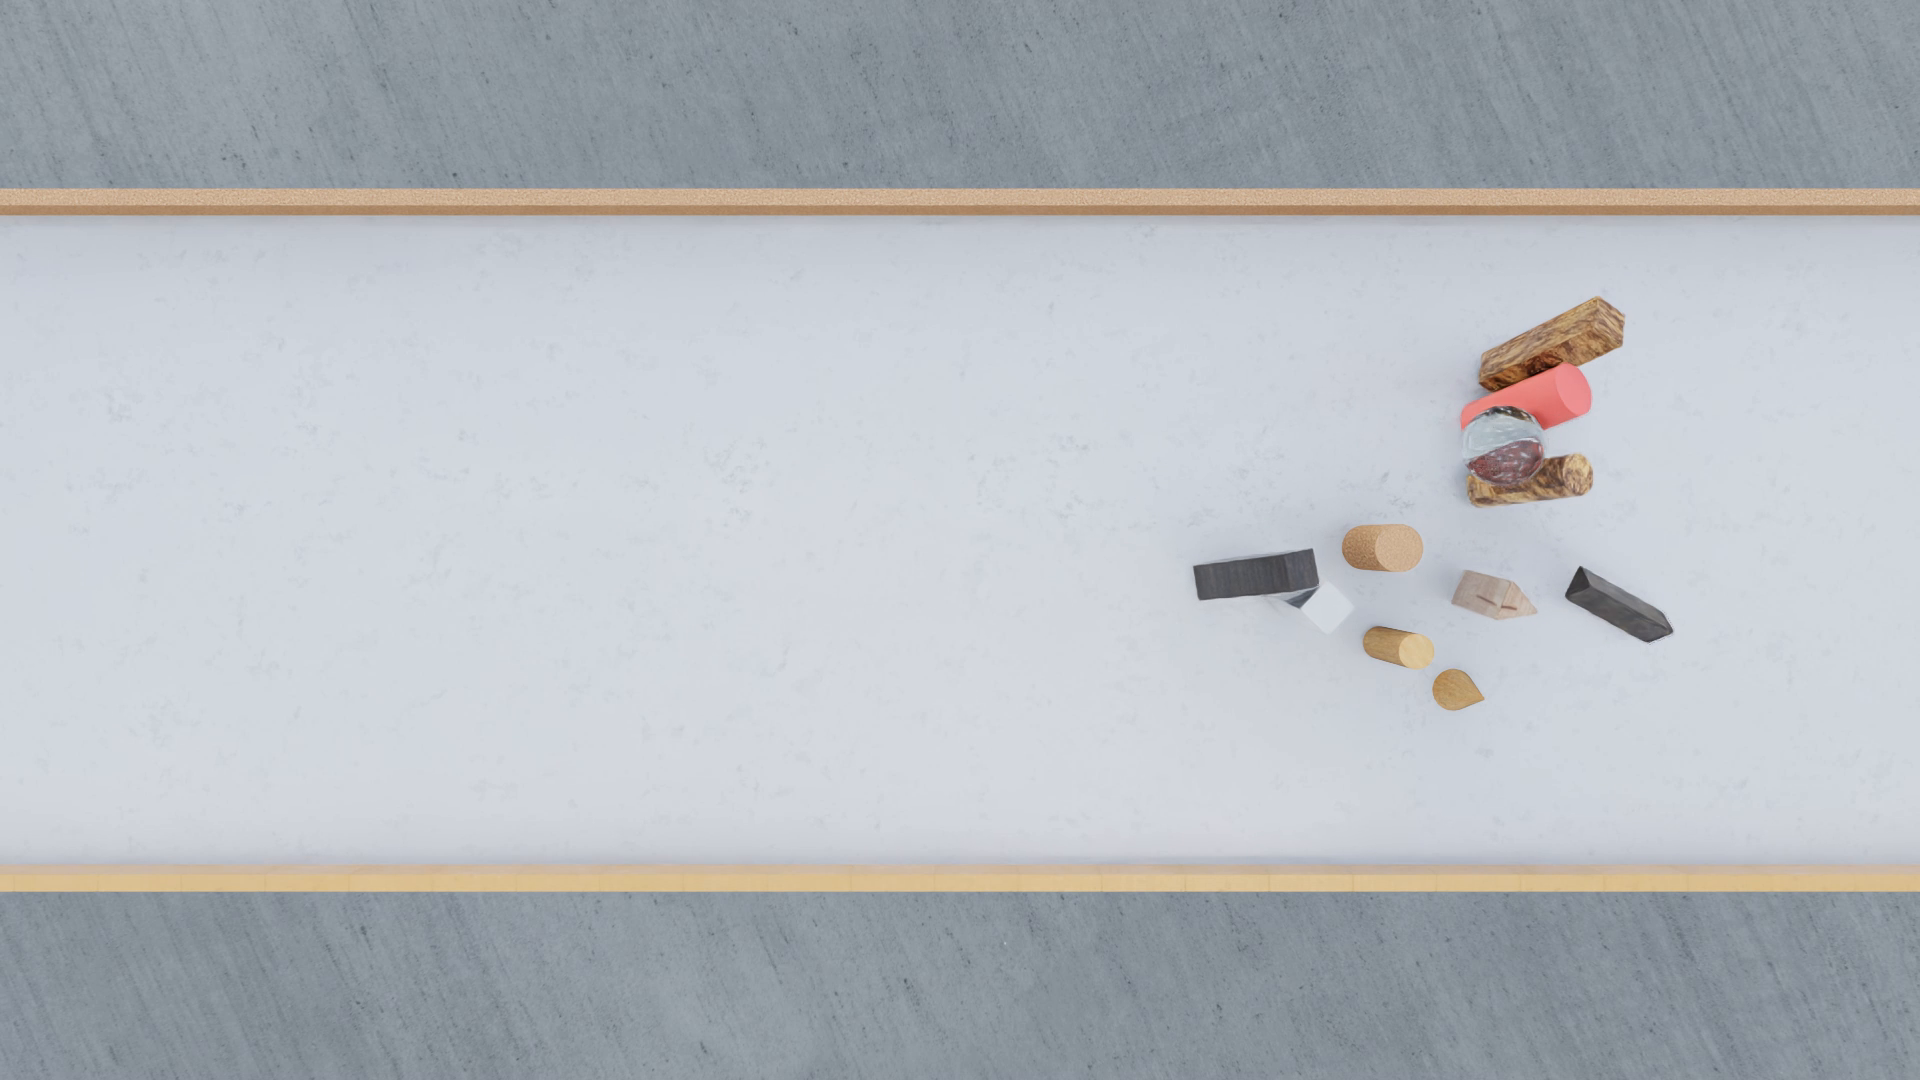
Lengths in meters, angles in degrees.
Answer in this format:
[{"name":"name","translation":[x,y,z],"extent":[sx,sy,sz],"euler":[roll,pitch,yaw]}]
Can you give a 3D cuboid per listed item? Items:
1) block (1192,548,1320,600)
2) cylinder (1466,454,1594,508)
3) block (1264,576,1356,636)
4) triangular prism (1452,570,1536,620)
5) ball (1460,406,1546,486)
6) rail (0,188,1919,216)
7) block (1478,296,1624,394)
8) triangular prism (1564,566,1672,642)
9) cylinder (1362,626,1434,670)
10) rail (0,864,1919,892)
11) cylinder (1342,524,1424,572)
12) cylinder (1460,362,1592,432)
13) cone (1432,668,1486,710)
[{"name":"block","translation":[0.863,0.105,4.845],"extent":[0.108,0.460,0.108],"euler":[-10,89,-25]},{"name":"cylinder","translation":[1.682,-0.172,4.884],"extent":[0.123,0.372,0.123],"euler":[3,84,-28]},{"name":"block","translation":[1.015,0.171,4.861],"extent":[0.114,0.418,0.114],"euler":[44,90,-9]},{"name":"triangular prism","translation":[1.564,0.153,4.865],"extent":[0.116,0.417,0.100],"euler":[-10,94,0]},{"name":"ball","translation":[1.571,-0.272,4.770],"extent":[0.236,0.236,0.236],"euler":[0,90,0]},{"name":"rail","translation":[-2.247,-1.025,5.002],"extent":[12.000,0.150,0.050],"euler":[0,90,0]},{"name":"block","translation":[1.736,-0.559,4.857],"extent":[0.113,0.429,0.113],"euler":[29,60,-21]},{"name":"triangular prism","translation":[2.005,0.203,4.990],"extent":[0.325,0.093,0.107],"euler":[27,90,-14]},{"name":"cylinder","translation":[1.291,0.316,4.869],"extent":[0.102,0.415,0.102],"euler":[0,90,0]},{"name":"rail","translation":[-2.247,1.025,5.001],"extent":[12.000,0.150,0.050],"euler":[0,90,0]},{"name":"cylinder","translation":[1.244,0.023,4.874],"extent":[0.138,0.405,0.138],"euler":[0,90,0]},{"name":"cylinder","translation":[1.674,-0.389,4.891],"extent":[0.159,0.347,0.159],"euler":[12,68,-31]},{"name":"cone","translation":[1.519,0.461,4.922],"extent":[0.129,0.309,0.129],"euler":[0,90,0]}]
